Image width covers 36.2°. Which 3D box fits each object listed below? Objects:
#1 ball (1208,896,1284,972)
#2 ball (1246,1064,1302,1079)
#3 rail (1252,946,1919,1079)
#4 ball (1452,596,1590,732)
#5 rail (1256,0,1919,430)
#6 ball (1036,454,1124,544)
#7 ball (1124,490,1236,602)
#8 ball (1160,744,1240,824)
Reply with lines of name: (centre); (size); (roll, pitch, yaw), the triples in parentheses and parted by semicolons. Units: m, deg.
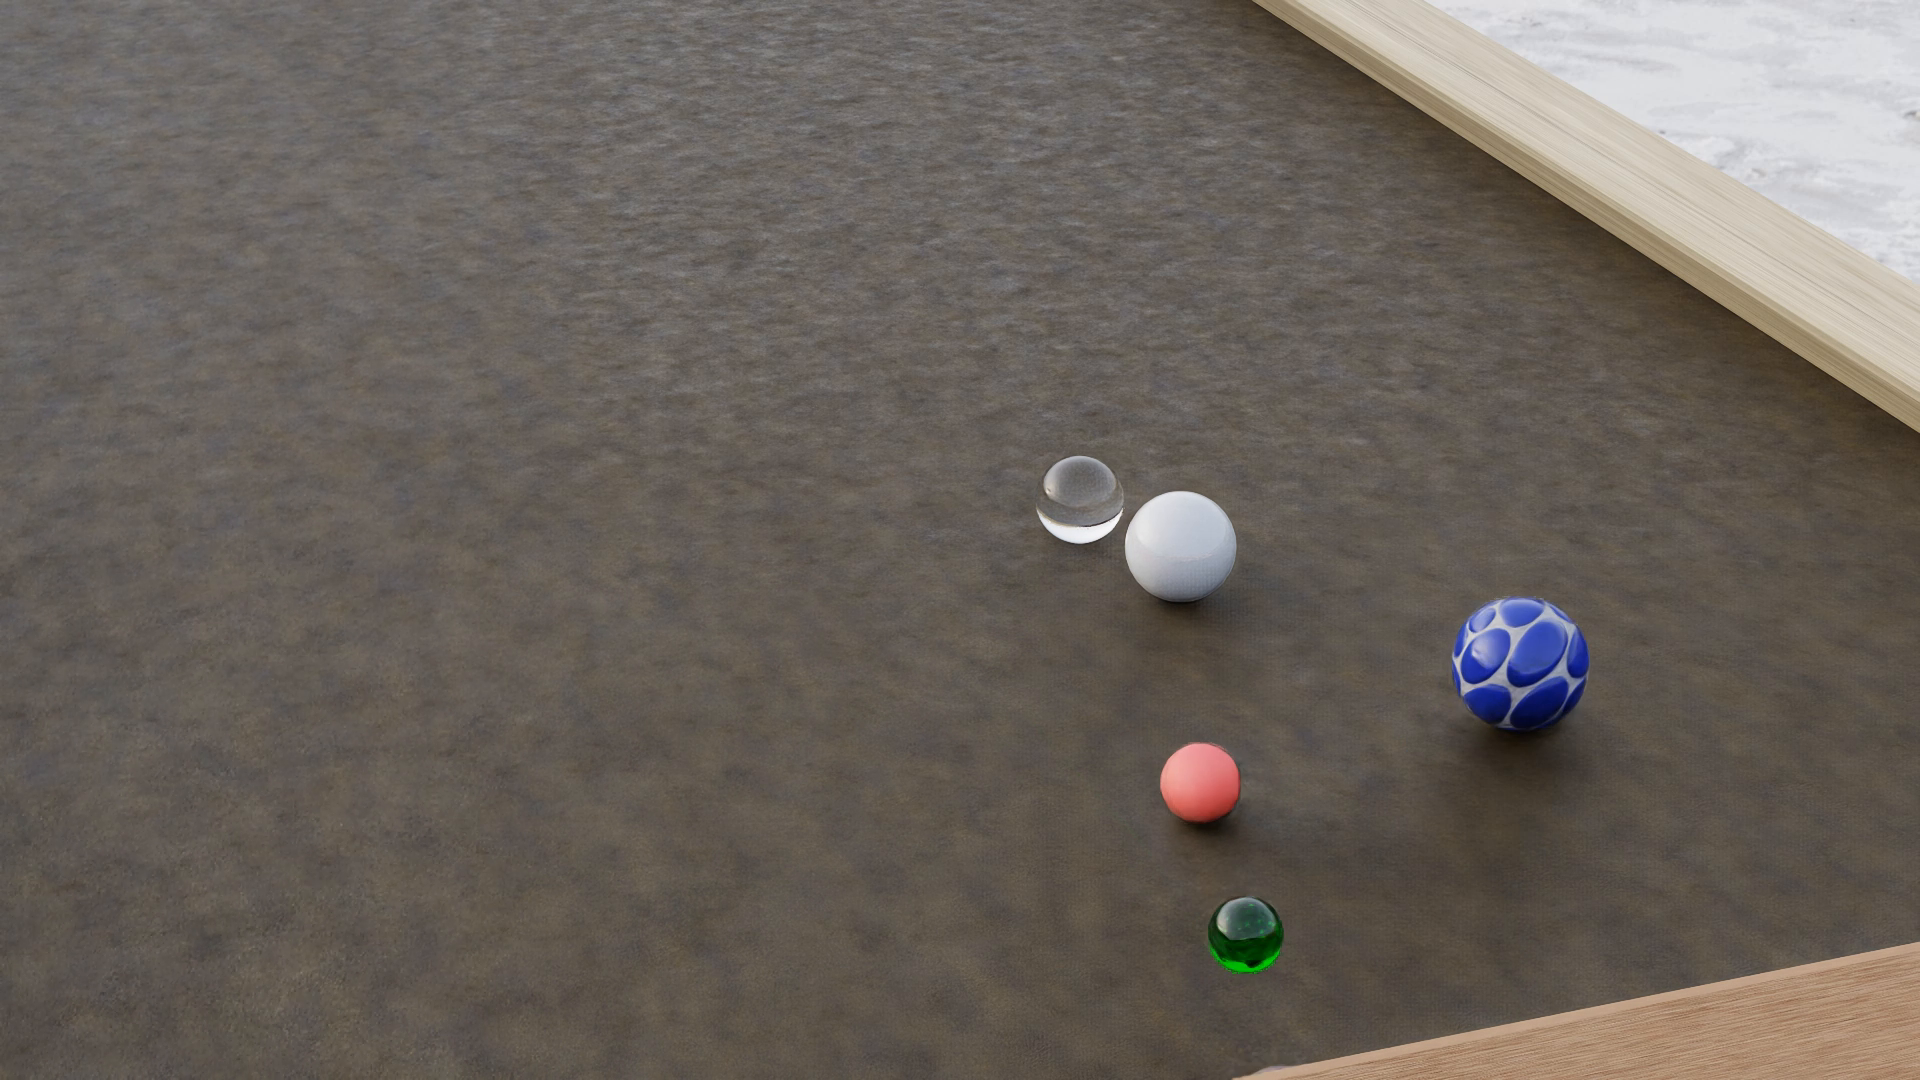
ball: (0.155, 0.214, 1.595); (0.041, 0.041, 0.041); (0, 26, 0)
ball: (0.158, 0.284, 1.431); (0.057, 0.057, 0.057); (0, 26, 0)
rail: (0.220, 0.270, 1.398); (1.560, 0.109, 0.045); (-8, 27, -16)
ball: (0.348, 0.077, 1.828); (0.084, 0.084, 0.084); (0, 26, 0)
rail: (0.492, -0.428, 2.848); (0.045, 0.109, 2.940); (-8, 27, -16)
ball: (0.084, -0.029, 2.074); (0.063, 0.063, 0.063); (0, 26, 0)
ball: (0.149, 0.005, 1.990); (0.076, 0.076, 0.076); (0, 26, 0)
ball: (0.142, 0.144, 1.734); (0.047, 0.047, 0.047); (0, 26, 0)
